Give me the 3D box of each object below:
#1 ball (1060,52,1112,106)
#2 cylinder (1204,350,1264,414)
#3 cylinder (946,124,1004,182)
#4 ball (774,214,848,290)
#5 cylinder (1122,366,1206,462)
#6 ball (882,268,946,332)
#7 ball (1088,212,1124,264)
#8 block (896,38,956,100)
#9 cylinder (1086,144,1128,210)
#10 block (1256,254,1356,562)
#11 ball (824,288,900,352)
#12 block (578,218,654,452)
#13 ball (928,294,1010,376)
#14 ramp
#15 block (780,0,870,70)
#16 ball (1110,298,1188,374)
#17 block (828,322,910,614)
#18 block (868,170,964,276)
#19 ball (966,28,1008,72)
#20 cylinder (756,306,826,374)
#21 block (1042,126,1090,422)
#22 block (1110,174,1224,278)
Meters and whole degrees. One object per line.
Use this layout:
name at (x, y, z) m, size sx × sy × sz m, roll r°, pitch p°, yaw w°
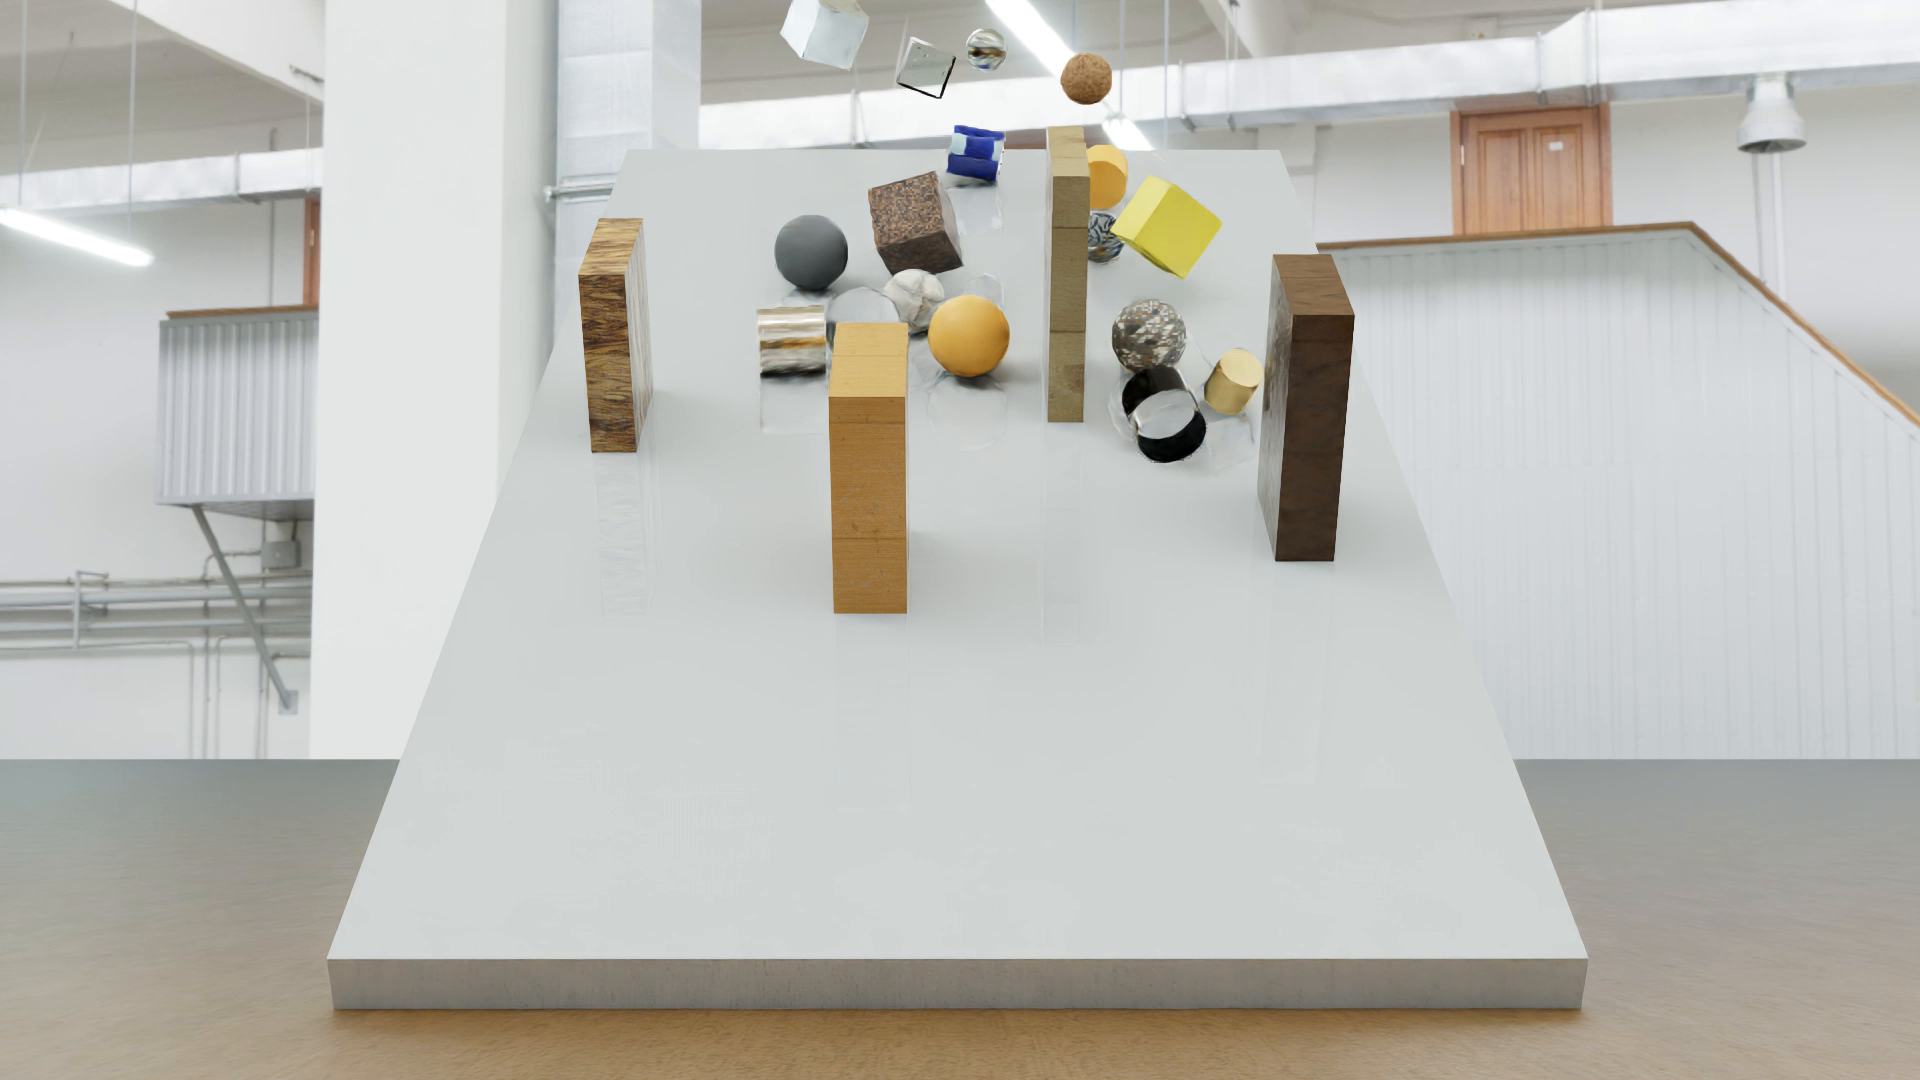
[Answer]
ball at (0.378, -1.375, 7.100) m, size 0.156 × 0.156 × 0.156 m, roll 0°, pitch -5°, yaw 0°
cylinder at (0.640, -0.370, 5.575) m, size 0.110 × 0.110 × 0.110 m, roll 2°, pitch -34°, yaw -19°
cylinder at (0.046, -1.141, 7.020) m, size 0.146 × 0.146 × 0.146 m, roll 10°, pitch -5°, yaw 0°
ball at (-0.390, -0.758, 6.262) m, size 0.196 × 0.196 × 0.196 m, roll 0°, pitch -5°, yaw 0°
cylinder at (0.460, -0.285, 5.382) m, size 0.157 × 0.157 × 0.157 m, roll 1°, pitch 37°, yaw -14°
ball at (-0.117, -0.604, 6.009) m, size 0.161 × 0.161 × 0.161 m, roll 0°, pitch -5°, yaw 0°
ball at (0.380, -0.818, 6.446) m, size 0.136 × 0.136 × 0.136 m, roll 0°, pitch -5°, yaw 0°
block at (-0.097, -1.344, 6.789) m, size 0.130 × 0.130 × 0.130 m, roll 19°, pitch 15°, yaw -9°
cylinder at (0.409, -1.048, 6.870) m, size 0.148 × 0.148 × 0.148 m, roll -1°, pitch 27°, yaw 7°
block at (0.716, -0.277, 4.972) m, size 0.123 × 0.552 × 0.333 m, roll 0°, pitch 28°, yaw 0°
ball at (-0.240, -0.522, 5.821) m, size 0.190 × 0.190 × 0.190 m, roll 0°, pitch -5°, yaw 0°
block at (-0.785, -0.472, 5.464) m, size 0.102 × 0.431 × 0.356 m, roll 0°, pitch 28°, yaw 0°
ball at (0.022, -0.494, 5.760) m, size 0.199 × 0.199 × 0.199 m, roll 0°, pitch -5°, yaw 0°
ramp at (-0.011, -0.224, 5.567) m, size 2.000 × 0.100 × 4.000 m, roll 0°, pitch 28°, yaw 0°
block at (-0.375, -1.432, 6.639) m, size 0.158 × 0.158 × 0.158 m, roll 7°, pitch 32°, yaw -34°
ball at (0.458, -0.492, 5.775) m, size 0.184 × 0.184 × 0.184 m, roll 0°, pitch -5°, yaw 0°
block at (-0.179, -0.148, 4.806) m, size 0.146 × 0.474 × 0.366 m, roll 0°, pitch 28°, yaw 0°
block at (-0.116, -0.816, 6.229) m, size 0.186 × 0.186 × 0.186 m, roll -14°, pitch -27°, yaw 10°
ball at (0.077, -1.424, 6.926) m, size 0.124 × 0.124 × 0.124 m, roll 0°, pitch -5°, yaw 0°
cylinder at (-0.410, -0.485, 5.780) m, size 0.160 × 0.160 × 0.160 m, roll -4°, pitch -5°, yaw -7°
block at (0.246, -0.623, 5.576) m, size 0.083 × 0.601 × 0.357 m, roll 0°, pitch 28°, yaw 0°
block at (0.537, -0.815, 6.194) m, size 0.179 × 0.179 × 0.179 m, roll 34°, pitch 3°, yaw -22°
